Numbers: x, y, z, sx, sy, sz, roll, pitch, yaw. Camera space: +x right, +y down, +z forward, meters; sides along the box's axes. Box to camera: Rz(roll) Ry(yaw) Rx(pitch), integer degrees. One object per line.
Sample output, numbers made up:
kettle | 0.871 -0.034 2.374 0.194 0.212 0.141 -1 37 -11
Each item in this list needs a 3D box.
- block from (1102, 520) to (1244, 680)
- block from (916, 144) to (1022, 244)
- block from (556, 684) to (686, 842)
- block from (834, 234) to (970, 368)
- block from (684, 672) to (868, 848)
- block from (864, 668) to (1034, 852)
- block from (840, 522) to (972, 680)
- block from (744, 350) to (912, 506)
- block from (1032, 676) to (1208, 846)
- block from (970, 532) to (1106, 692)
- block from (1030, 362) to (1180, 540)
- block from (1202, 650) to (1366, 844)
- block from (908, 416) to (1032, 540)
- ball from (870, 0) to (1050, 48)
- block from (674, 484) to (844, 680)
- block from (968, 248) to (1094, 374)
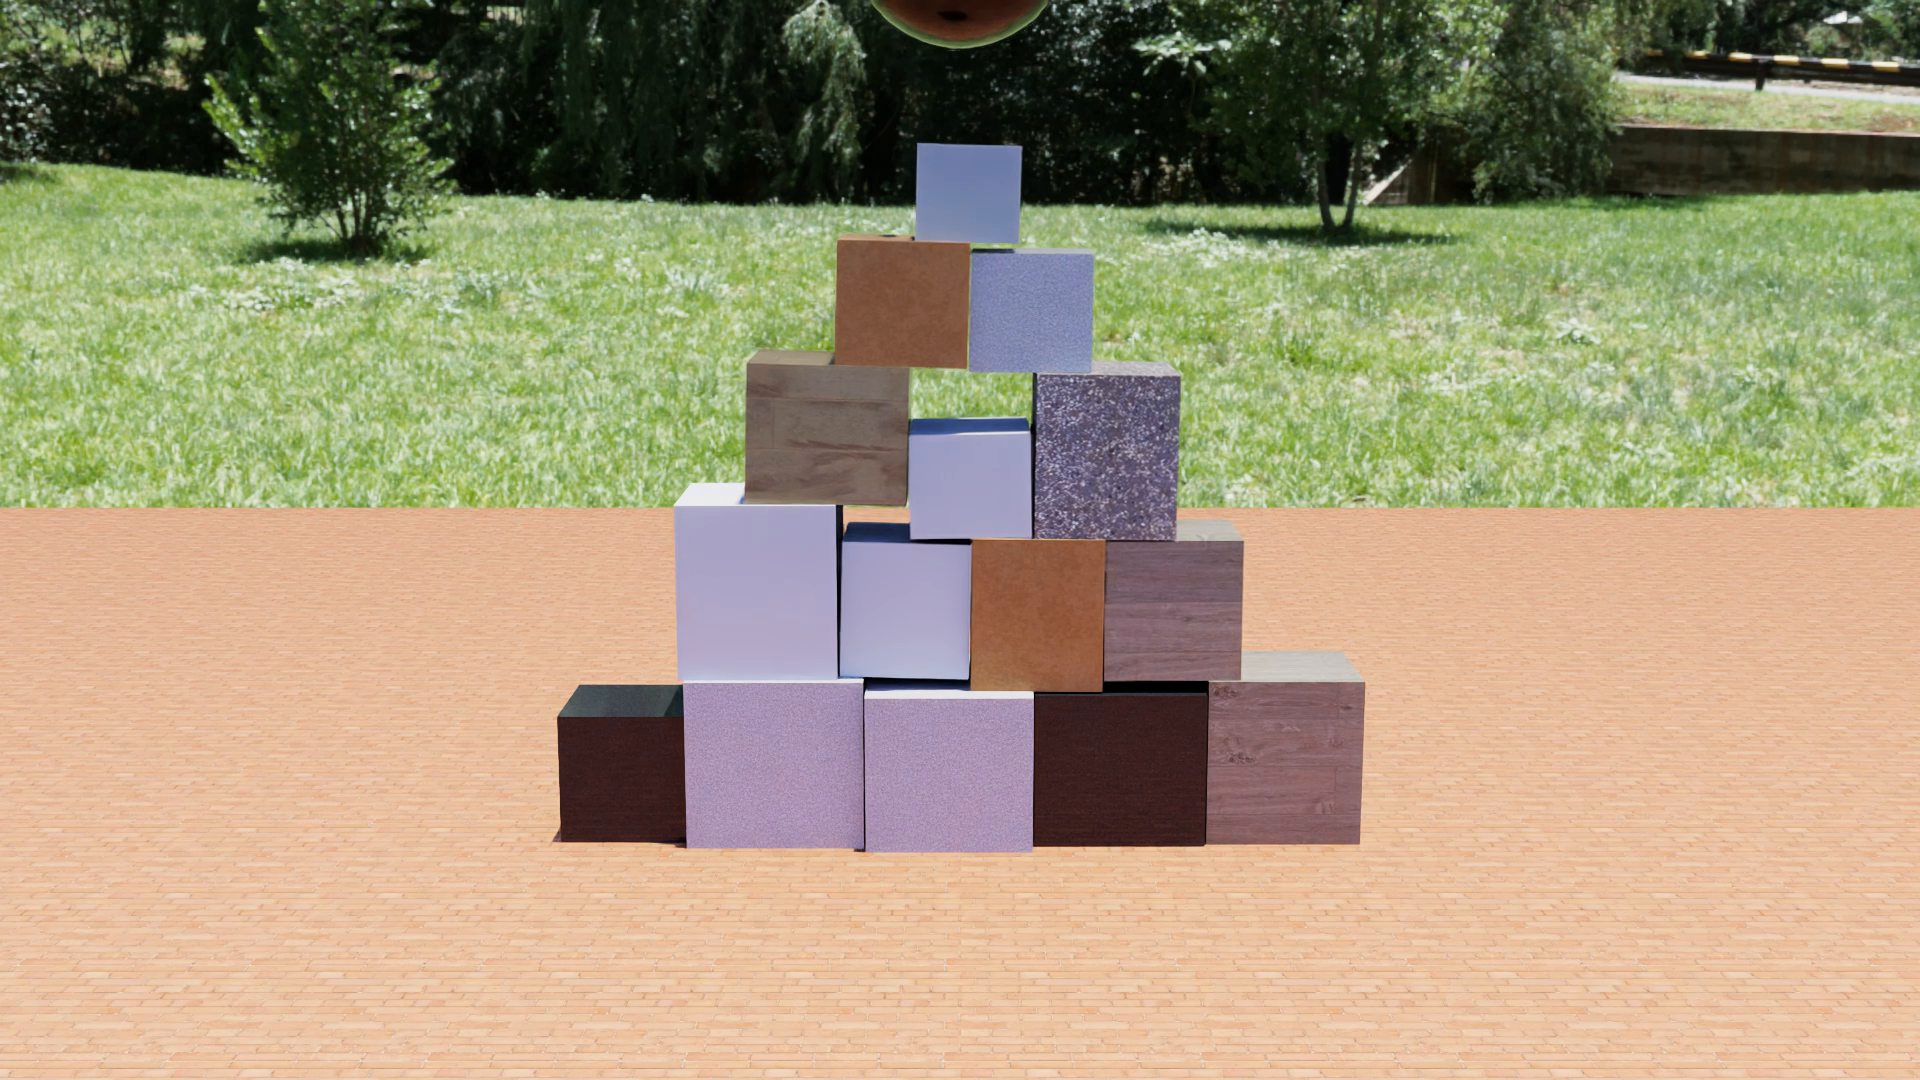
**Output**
block | 1.061 0.298 11.227 0.684 0.710 0.627 0 10 0
block | 0.040 -1.716 10.861 0.503 0.467 0.520 1 10 0
block | -1.701 1.149 11.406 0.639 0.658 0.664 0 10 0
block | -0.279 -1.201 10.978 0.643 0.605 0.705 1 10 0
block | -0.926 1.058 11.353 0.890 0.856 0.788 0 10 0
block | -0.054 1.087 11.368 0.835 0.793 0.934 0 10 0
block | -0.269 0.301 11.243 0.644 0.685 0.593 2 10 0
block | -0.651 -0.574 11.086 0.793 0.686 0.709 1 10 0
block | 0.803 1.091 11.382 0.858 0.781 0.777 0 10 0
block | 0.386 0.316 11.240 0.656 0.770 0.684 1 10 0
block | 0.721 -0.462 11.109 0.700 0.816 0.682 1 10 0
block | 1.631 1.062 11.367 0.779 0.844 0.686 0 10 0
block | 0.050 -0.322 11.134 0.601 0.517 0.656 -1 10 0
ball | 0.000 -4.302 15.587 1.600 1.600 1.600 0 10 0
block | -1.007 0.201 11.212 0.793 0.882 0.720 0 10 0
block | 0.347 -1.153 10.986 0.601 0.580 0.552 0 10 0
